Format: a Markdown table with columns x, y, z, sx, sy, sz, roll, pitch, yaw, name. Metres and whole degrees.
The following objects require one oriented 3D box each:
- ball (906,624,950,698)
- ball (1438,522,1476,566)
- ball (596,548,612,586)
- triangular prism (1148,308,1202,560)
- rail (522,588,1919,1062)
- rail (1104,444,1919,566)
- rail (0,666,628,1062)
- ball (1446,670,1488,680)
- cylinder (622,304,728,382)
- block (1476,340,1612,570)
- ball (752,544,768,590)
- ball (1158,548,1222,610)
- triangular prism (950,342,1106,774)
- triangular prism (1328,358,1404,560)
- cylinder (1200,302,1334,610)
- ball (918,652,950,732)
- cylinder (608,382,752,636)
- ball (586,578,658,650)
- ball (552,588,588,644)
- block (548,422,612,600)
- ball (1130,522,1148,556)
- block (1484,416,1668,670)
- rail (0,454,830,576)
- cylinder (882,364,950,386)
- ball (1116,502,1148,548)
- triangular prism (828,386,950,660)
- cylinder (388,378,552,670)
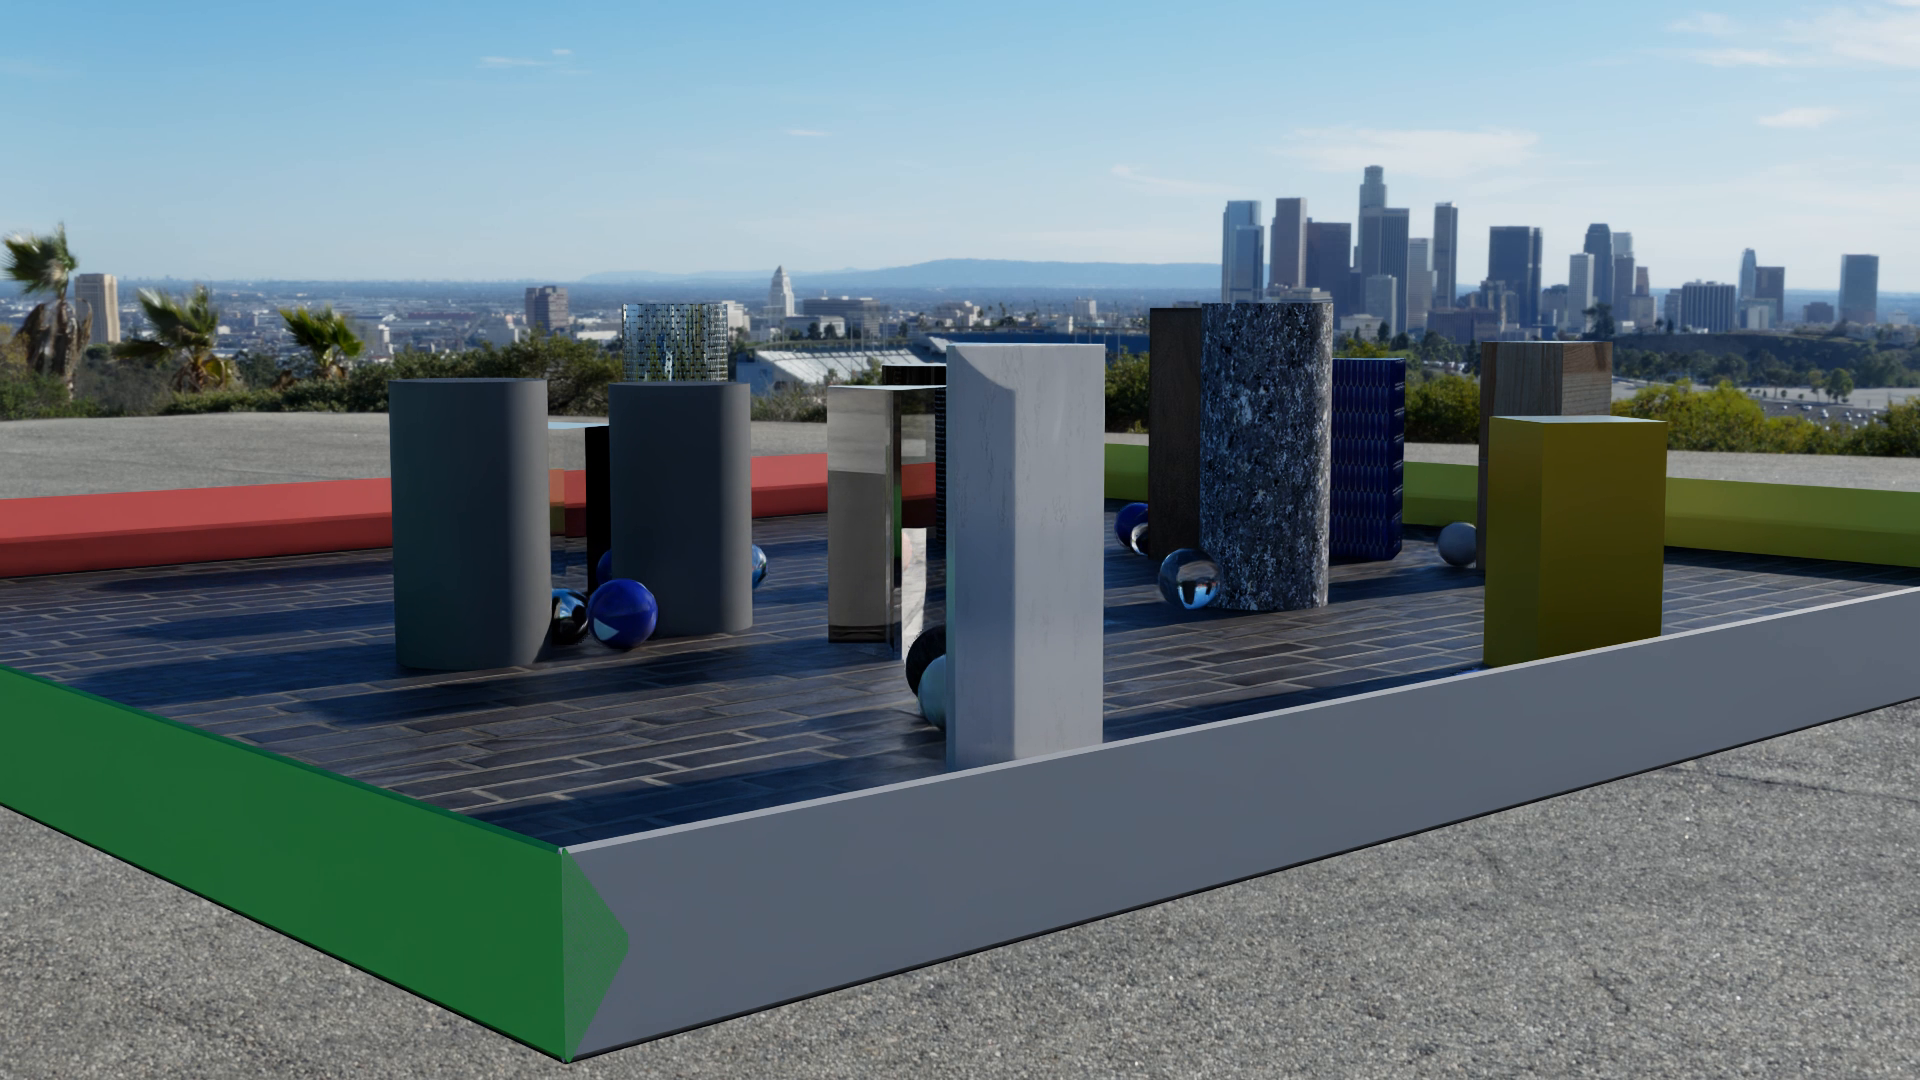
| x | y | z | sx | sy | sz | roll | pitch | yaw | name |
| --- | --- | --- | --- | --- | --- | --- | --- | --- | --- |
| -0.011 | 0.142 | 2.445 | 0.099 | 0.099 | 0.099 | 0 | 6 | 0 | ball |
| 0.872 | 0.007 | 3.831 | 0.079 | 0.079 | 0.079 | 0 | 6 | 0 | ball |
| -0.514 | 0.050 | 3.373 | 0.088 | 0.088 | 0.088 | 0 | 6 | 0 | ball |
| 0.432 | -0.195 | 3.985 | 0.171 | 0.449 | 0.148 | 1 | 6 | 8 | triangular prism |
| 0.897 | 0.134 | 2.365 | 3.120 | 0.128 | 0.045 | -5 | 8 | -42 | rail |
| 1.129 | -0.075 | 4.368 | 0.045 | 0.128 | 2.692 | -5 | 8 | -42 | rail |
| -1.129 | 0.142 | 2.296 | 0.045 | 0.128 | 2.692 | -5 | 8 | -42 | rail |
| 0.506 | 0.174 | 2.158 | 0.094 | 0.094 | 0.094 | 0 | 6 | 0 | ball |
| -0.536 | -0.216 | 4.152 | 0.198 | 0.457 | 0.198 | 0 | 6 | 0 | cylinder |
| 1.003 | -0.144 | 3.776 | 0.158 | 0.391 | 0.158 | -6 | 8 | -44 | block |
| -0.344 | 0.043 | 3.484 | 0.080 | 0.080 | 0.080 | 0 | 6 | 0 | ball |
| 0.342 | 0.058 | 3.274 | 0.094 | 0.094 | 0.094 | 0 | 6 | 0 | ball |
| 0.032 | 0.011 | 2.194 | 0.171 | 0.412 | 0.148 | -3 | 7 | -27 | triangular prism |
| 0.764 | -0.153 | 4.029 | 0.148 | 0.357 | 0.171 | -5 | 8 | -42 | triangular prism |
| 0.464 | -0.132 | 3.349 | 0.198 | 0.455 | 0.198 | 0 | 6 | 0 | cylinder |
| -0.001 | 0.161 | 2.320 | 0.087 | 0.087 | 0.087 | 0 | 6 | 0 | ball |
| -0.393 | -0.049 | 3.103 | 0.198 | 0.343 | 0.198 | 0 | 6 | 0 | cylinder |
| -0.445 | 0.097 | 2.901 | 0.094 | 0.094 | 0.094 | 0 | 6 | 0 | ball |
| -0.530 | 0.102 | 2.936 | 0.077 | 0.077 | 0.077 | 0 | 6 | 0 | ball |
| -0.629 | -0.044 | 3.408 | 0.158 | 0.268 | 0.158 | 3 | 7 | 26 | block |
| 0.340 | -0.002 | 4.002 | 0.061 | 0.061 | 0.061 | 0 | 6 | 0 | ball |
| 0.754 | 0.007 | 2.705 | 0.158 | 0.312 | 0.158 | -1 | 6 | -10 | block |
| -0.897 | -0.067 | 4.298 | 3.120 | 0.128 | 0.045 | -5 | 8 | -42 | rail |
| -0.054 | -0.172 | 4.294 | 0.198 | 0.340 | 0.198 | 0 | 6 | 0 | cylinder |
| 0.334 | -0.026 | 4.103 | 0.088 | 0.088 | 0.088 | 0 | 6 | 0 | ball |
| -0.065 | -0.030 | 2.904 | 0.148 | 0.345 | 0.171 | -4 | 7 | -34 | triangular prism |
| -0.625 | -0.026 | 2.814 | 0.198 | 0.356 | 0.198 | 0 | 6 | 0 | cylinder |
